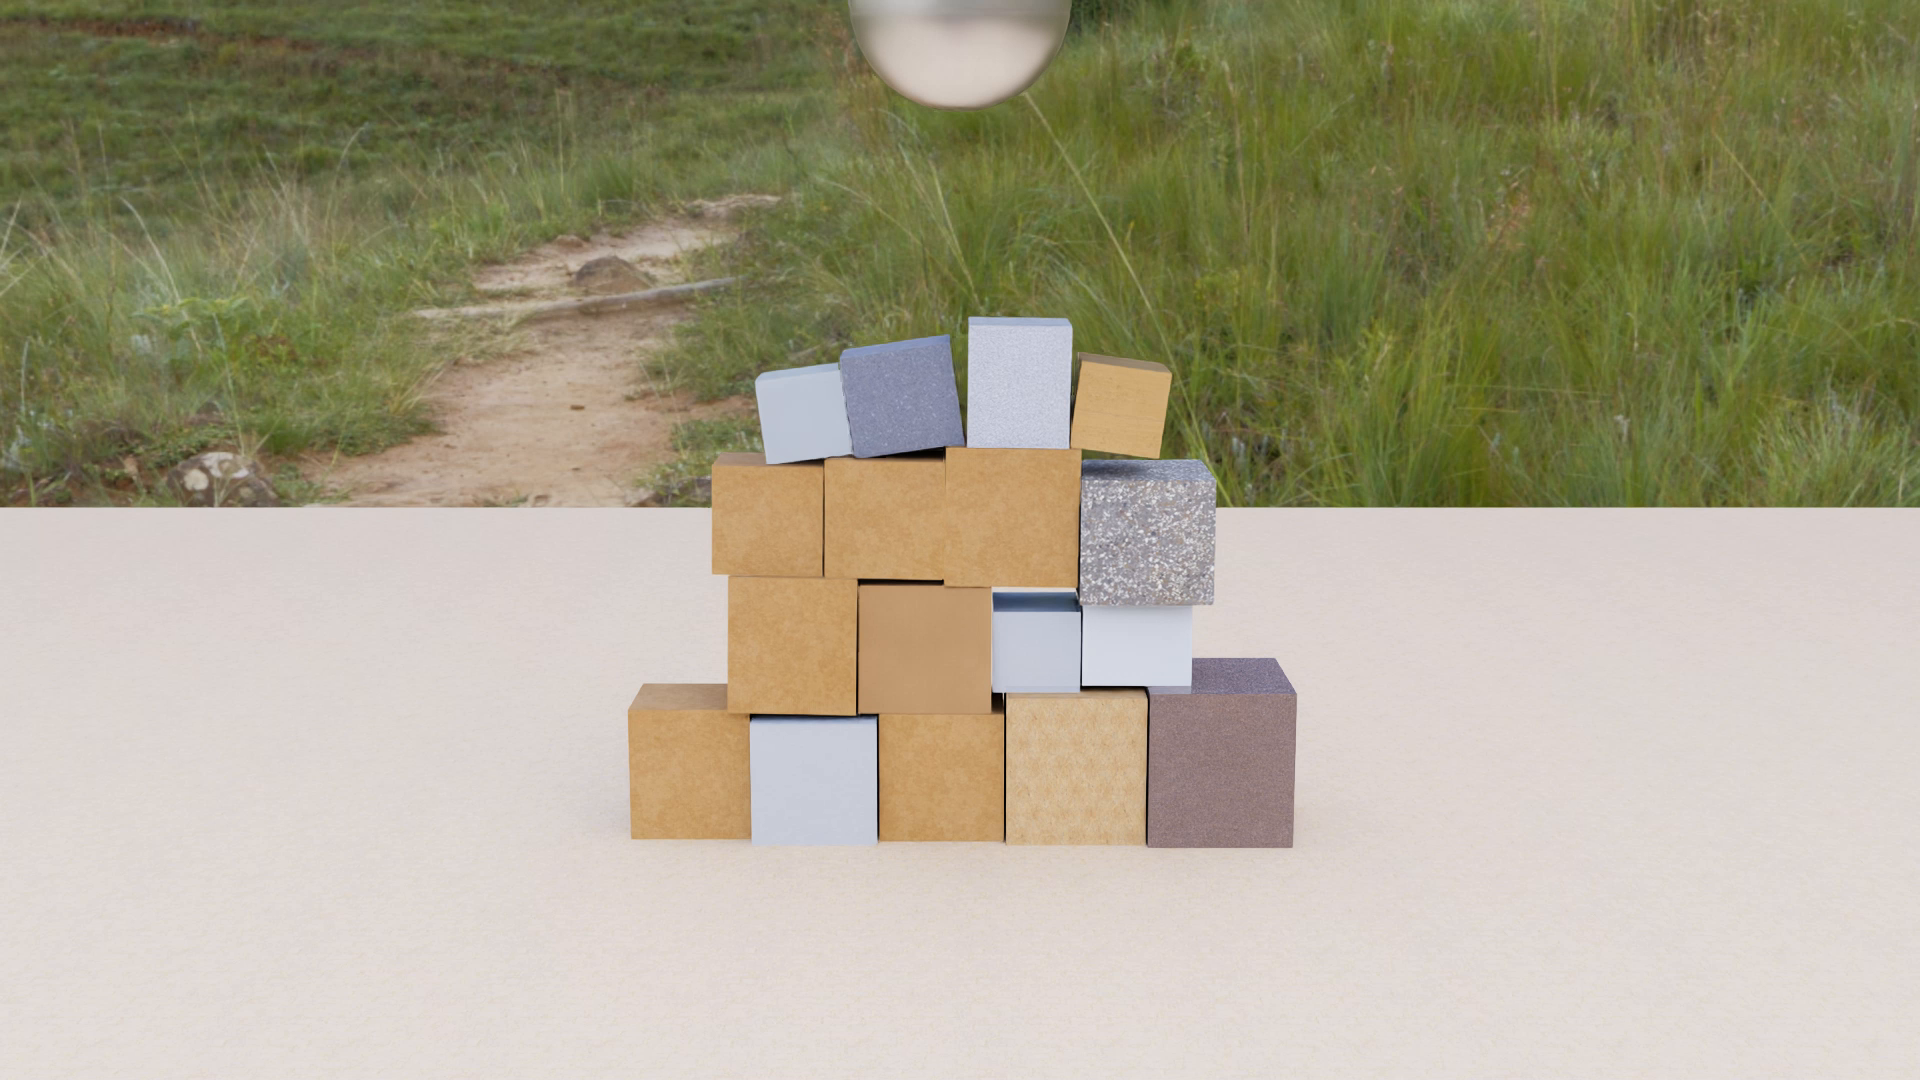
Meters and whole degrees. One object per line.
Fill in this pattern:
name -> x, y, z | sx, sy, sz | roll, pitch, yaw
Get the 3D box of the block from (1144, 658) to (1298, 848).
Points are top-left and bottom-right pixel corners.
block -> 1.309, 1.087, 11.361 | 0.729, 0.797, 0.778 | 0, 10, 0

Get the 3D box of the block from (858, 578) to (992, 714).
block -> -0.176, 0.497, 11.283 | 0.667, 0.654, 0.588 | 0, 10, 0

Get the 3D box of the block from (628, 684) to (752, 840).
block -> -1.367, 1.140, 11.404 | 0.613, 0.676, 0.557 | 0, 10, 0

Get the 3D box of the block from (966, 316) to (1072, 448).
block -> 0.290, -0.793, 11.022 | 0.504, 0.601, 0.509 | 1, 10, 0

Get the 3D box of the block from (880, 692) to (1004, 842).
block -> -0.092, 1.148, 11.390 | 0.630, 0.664, 0.602 | 0, 10, 0

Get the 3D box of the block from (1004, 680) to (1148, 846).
block -> 0.583, 1.103, 11.370 | 0.702, 0.762, 0.707 | 0, 10, 0

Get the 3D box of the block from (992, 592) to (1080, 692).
block -> 0.385, 0.520, 11.295 | 0.440, 0.413, 0.504 | 0, 10, 0

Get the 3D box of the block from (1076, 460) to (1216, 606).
block -> 0.925, -0.049, 11.175 | 0.661, 0.624, 0.723 | 0, 10, 0

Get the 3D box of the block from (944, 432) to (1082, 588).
block -> 0.259, -0.158, 11.138 | 0.664, 0.692, 0.572 | 1, 10, 0

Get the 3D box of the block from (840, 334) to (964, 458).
block -> -0.284, -0.727, 11.064 | 0.548, 0.502, 0.477 | -8, 10, 1

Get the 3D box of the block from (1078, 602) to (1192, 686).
block -> 0.890, 0.473, 11.274 | 0.549, 0.440, 0.488 | 0, 10, 0

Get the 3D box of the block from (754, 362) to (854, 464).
block -> -0.770, -0.641, 11.068 | 0.432, 0.420, 0.408 | -7, 10, 1

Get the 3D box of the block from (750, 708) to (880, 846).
block -> -0.734, 1.165, 11.390 | 0.633, 0.632, 0.716 | 0, 10, 0

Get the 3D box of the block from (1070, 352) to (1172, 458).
block -> 0.789, -0.683, 11.067 | 0.447, 0.427, 0.502 | 8, 10, -1

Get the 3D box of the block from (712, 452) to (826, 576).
block -> -0.953, -0.135, 11.138 | 0.555, 0.547, 0.483 | 1, 10, 0

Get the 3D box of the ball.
ball -> 0.000, -3.870, 15.716 | 1.600, 1.600, 1.600 | 0, 10, 0

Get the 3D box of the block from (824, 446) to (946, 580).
block -> -0.372, -0.149, 11.156 | 0.597, 0.589, 0.581 | 1, 10, 0

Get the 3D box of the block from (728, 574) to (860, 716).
block -> -0.836, 0.474, 11.267 | 0.642, 0.693, 0.642 | 1, 10, 0
